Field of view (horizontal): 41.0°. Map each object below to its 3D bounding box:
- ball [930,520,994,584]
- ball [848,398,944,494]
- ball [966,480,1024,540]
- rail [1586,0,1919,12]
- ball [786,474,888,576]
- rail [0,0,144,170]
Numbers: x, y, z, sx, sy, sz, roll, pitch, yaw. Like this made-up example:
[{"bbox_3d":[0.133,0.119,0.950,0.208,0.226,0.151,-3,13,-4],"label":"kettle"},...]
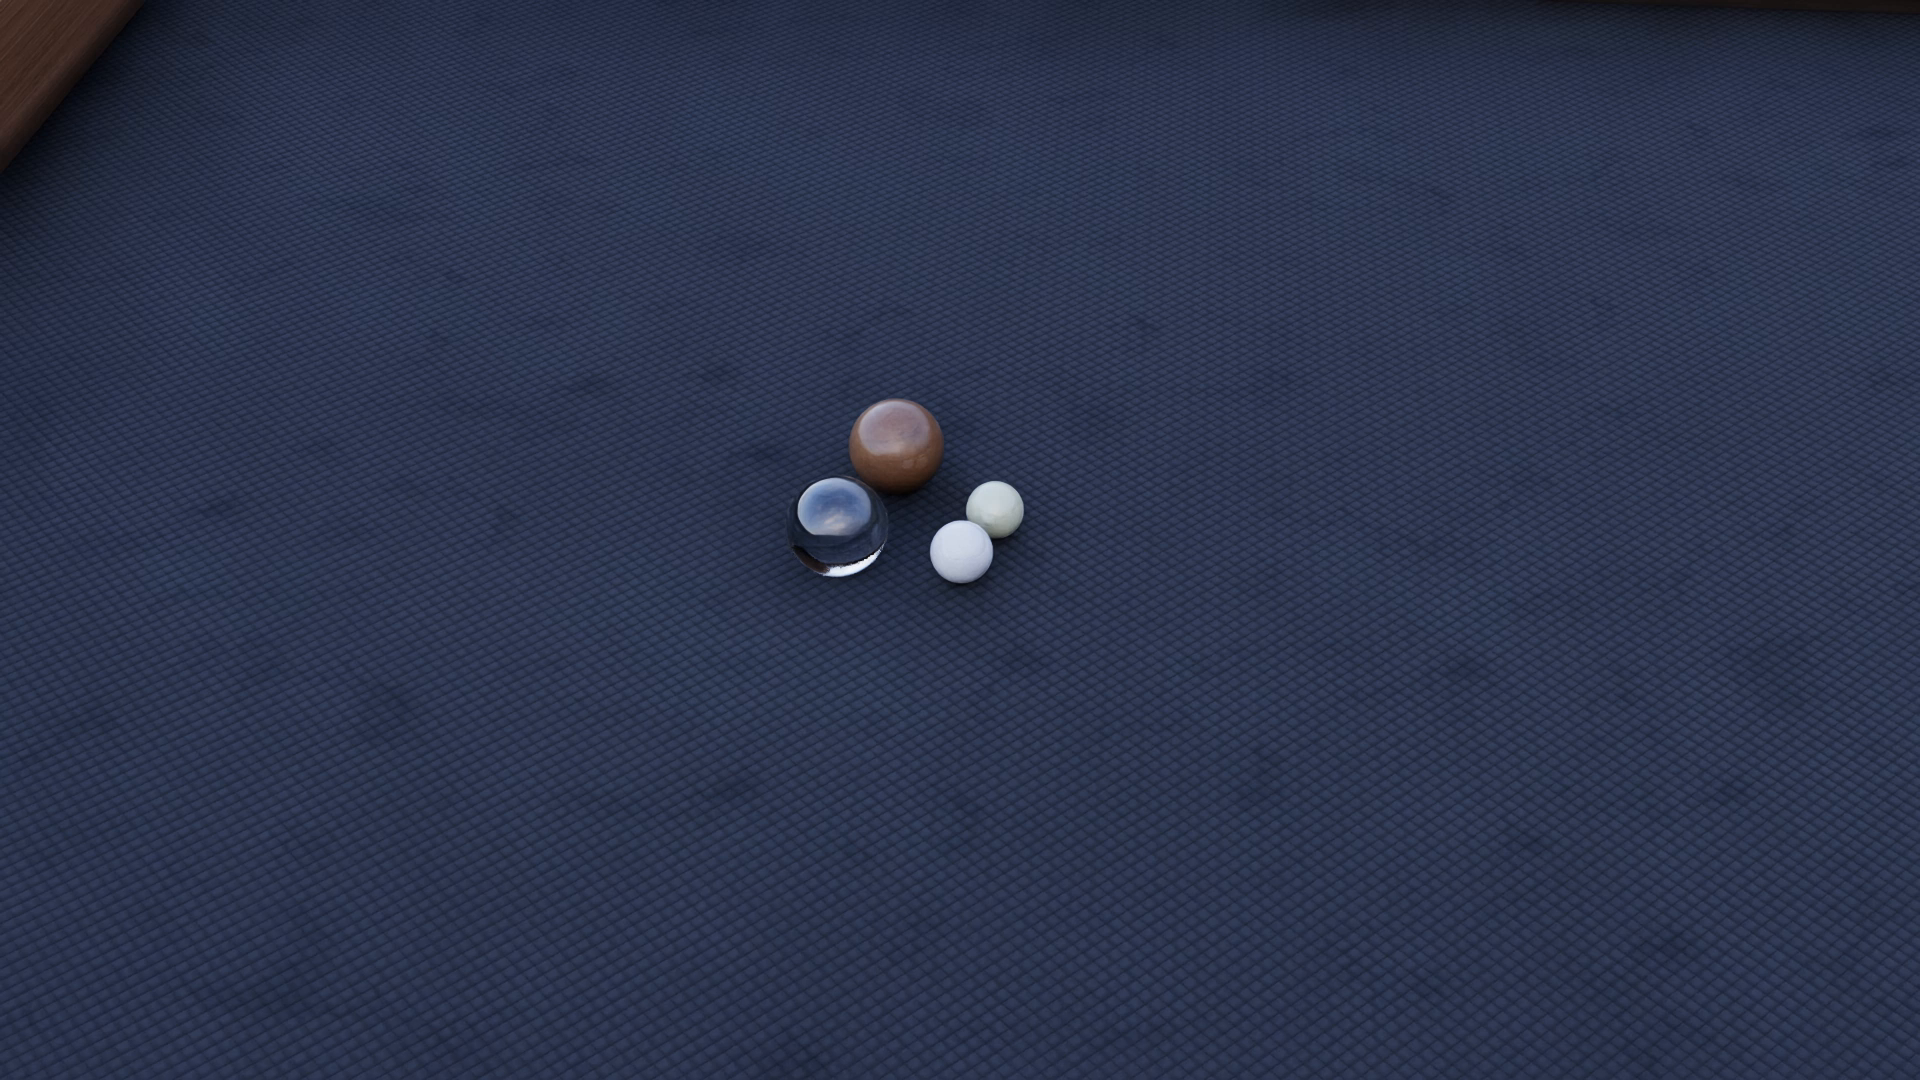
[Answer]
[{"bbox_3d":[0.001,0.008,1.763,0.044,0.044,0.044,0,36,0],"label":"ball"},{"bbox_3d":[-0.046,-0.067,1.846,0.069,0.069,0.069,0,36,0],"label":"ball"},{"bbox_3d":[0.025,-0.021,1.806,0.041,0.041,0.041,0,36,0],"label":"ball"},{"bbox_3d":[0.979,-0.559,2.480,3.587,0.128,0.045,3,36,4],"label":"rail"},{"bbox_3d":[-0.085,-0.010,1.765,0.070,0.070,0.070,0,36,0],"label":"ball"},{"bbox_3d":[-0.870,-0.074,1.803,0.045,0.128,2.026,3,36,4],"label":"rail"}]
